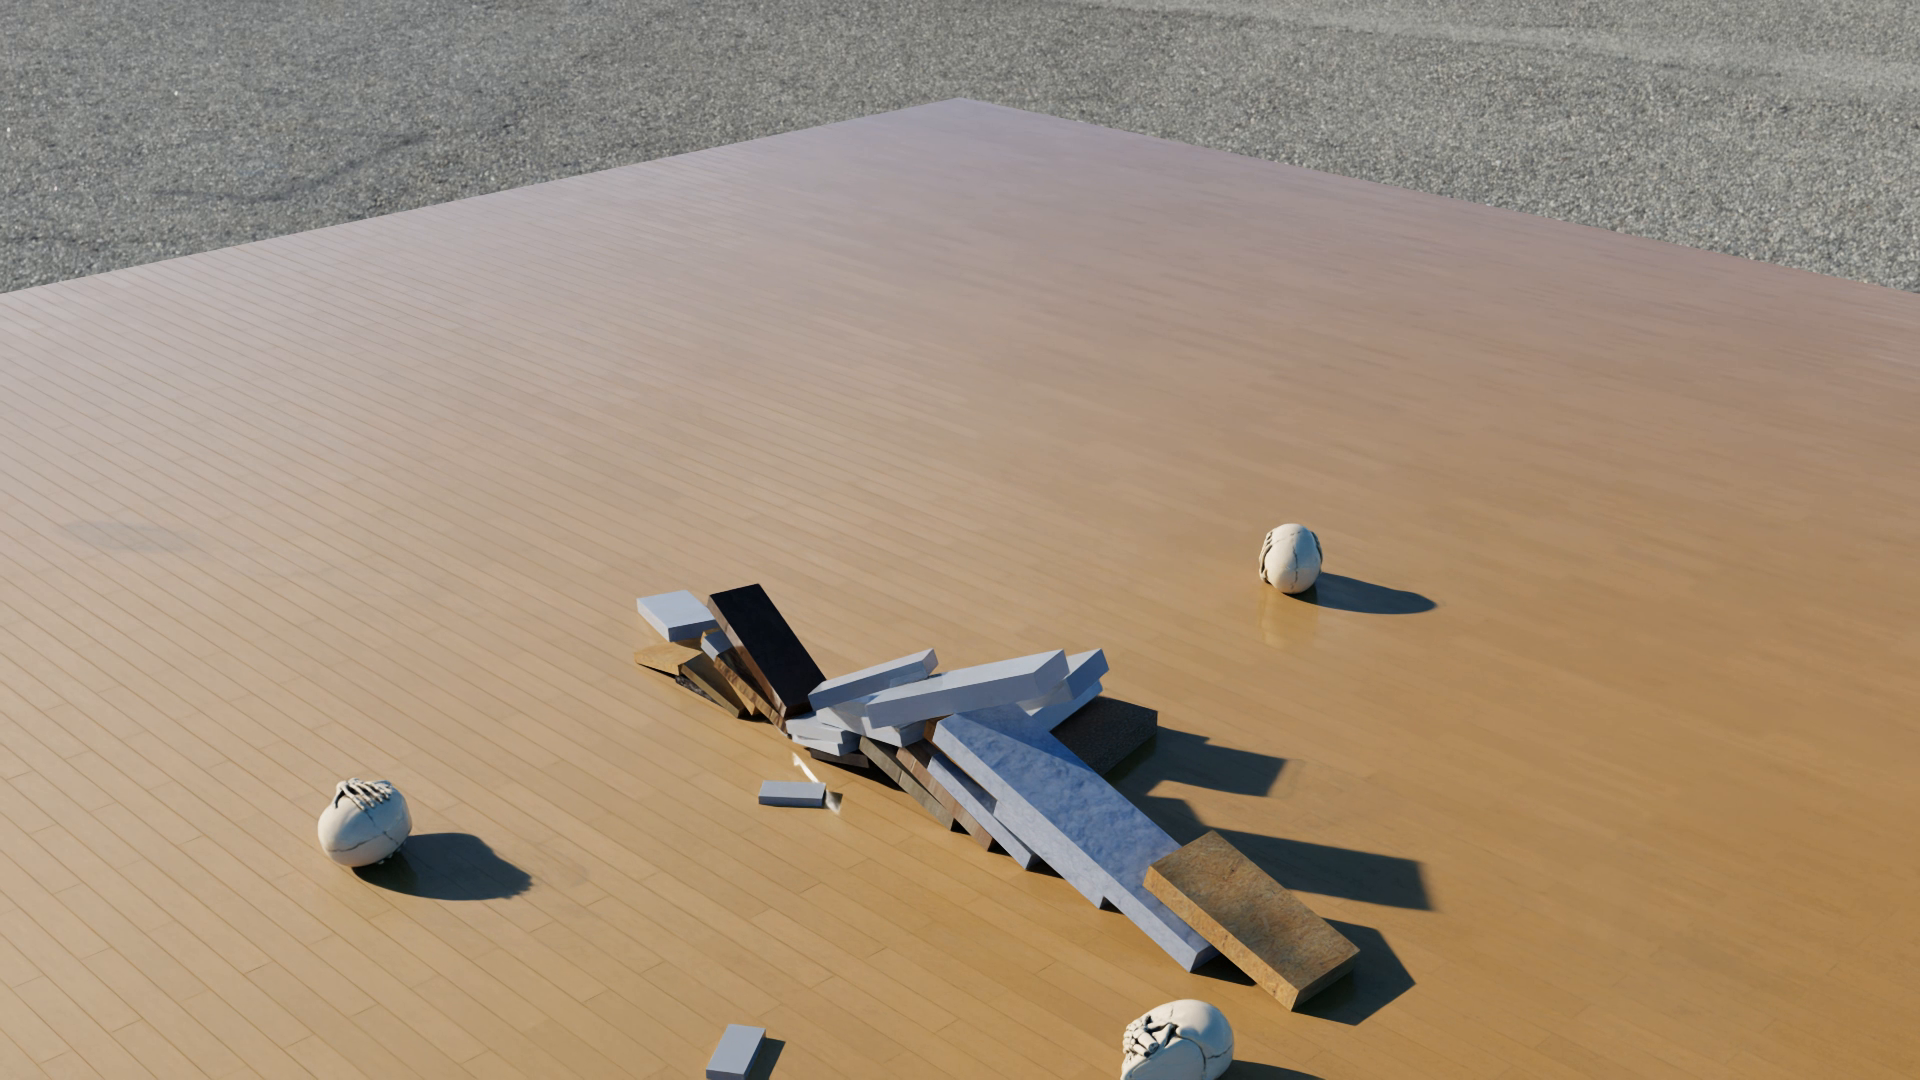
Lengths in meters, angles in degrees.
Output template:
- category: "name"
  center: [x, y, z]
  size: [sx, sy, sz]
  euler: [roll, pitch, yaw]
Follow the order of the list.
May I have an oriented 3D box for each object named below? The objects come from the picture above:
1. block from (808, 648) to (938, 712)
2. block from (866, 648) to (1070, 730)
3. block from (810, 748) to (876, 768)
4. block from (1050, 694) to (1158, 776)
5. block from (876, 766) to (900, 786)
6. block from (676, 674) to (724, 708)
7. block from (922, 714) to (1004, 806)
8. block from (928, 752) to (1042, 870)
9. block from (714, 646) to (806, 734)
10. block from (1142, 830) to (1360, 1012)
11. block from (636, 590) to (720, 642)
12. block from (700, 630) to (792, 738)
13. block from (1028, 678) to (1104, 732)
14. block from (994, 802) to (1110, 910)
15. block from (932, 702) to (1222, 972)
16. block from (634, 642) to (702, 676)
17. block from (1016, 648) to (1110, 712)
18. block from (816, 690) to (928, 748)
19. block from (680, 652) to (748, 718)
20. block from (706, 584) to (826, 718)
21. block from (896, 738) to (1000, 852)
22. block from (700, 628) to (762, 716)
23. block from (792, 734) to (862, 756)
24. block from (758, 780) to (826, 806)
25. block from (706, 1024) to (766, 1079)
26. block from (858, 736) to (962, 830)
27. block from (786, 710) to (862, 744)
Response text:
- category: "block"
  center: [-0.178, 0.288, 4.537]
  size: [0.252, 0.036, 0.126]
  euler: [-18, 5, 12]
- category: "block"
  center: [0.016, 0.296, 4.367]
  size: [0.369, 0.050, 0.178]
  euler: [-13, 7, 24]
- category: "block"
  center: [-0.220, 0.440, 4.629]
  size: [0.095, 0.027, 0.191]
  euler: [-21, 16, -40]
- category: "block"
  center: [0.255, 0.432, 4.678]
  size: [0.178, 0.050, 0.356]
  euler: [15, 27, 31]
- category: "block"
  center: [-0.135, 0.482, 4.607]
  size: [0.051, 0.015, 0.103]
  euler: [-12, 26, -26]
- category: "block"
  center: [-0.553, 0.325, 4.963]
  size: [0.088, 0.025, 0.176]
  euler: [-21, 31, -40]
- category: "block"
  center: [0.082, 0.430, 4.328]
  size: [0.148, 0.042, 0.295]
  euler: [-21, 47, -40]
- category: "block"
  center: [0.088, 0.512, 4.355]
  size: [0.148, 0.042, 0.295]
  euler: [-21, 53, -40]
- category: "block"
  center: [-0.411, 0.313, 4.785]
  size: [0.239, 0.034, 0.120]
  euler: [40, 44, 24]
- category: "block"
  center: [0.524, 0.680, 3.965]
  size: [0.180, 0.051, 0.360]
  euler: [-21, 47, -40]
- category: "block"
  center: [-0.674, 0.180, 5.255]
  size: [0.126, 0.036, 0.252]
  euler: [-10, 19, -23]
- category: "block"
  center: [-0.428, 0.302, 4.845]
  size: [0.120, 0.034, 0.308]
  euler: [-23, 55, -39]
- category: "block"
  center: [0.137, 0.381, 4.703]
  size: [0.180, 0.051, 0.360]
  euler: [-15, 10, 38]
- category: "block"
  center: [0.220, 0.578, 4.240]
  size: [0.148, 0.042, 0.295]
  euler: [-21, 47, -40]
- category: "block"
  center: [0.248, 0.538, 4.154]
  size: [0.180, 0.051, 0.697]
  euler: [-21, 49, -40]
- category: "block"
  center: [-0.662, 0.271, 5.052]
  size: [0.088, 0.025, 0.176]
  euler: [-20, 20, -39]
- category: "block"
  center: [0.126, 0.324, 4.737]
  size: [0.356, 0.050, 0.178]
  euler: [-16, 10, 33]
- category: "block"
  center: [-0.156, 0.360, 4.546]
  size: [0.142, 0.040, 0.284]
  euler: [-19, 19, -37]
- category: "block"
  center: [-0.526, 0.318, 4.889]
  size: [0.176, 0.025, 0.088]
  euler: [37, 41, 21]
- category: "block"
  center: [-0.415, 0.239, 4.815]
  size: [0.126, 0.036, 0.359]
  euler: [-13, 49, -33]
- category: "block"
  center: [0.018, 0.491, 4.419]
  size: [0.142, 0.040, 0.284]
  euler: [-21, 53, -40]
- category: "block"
  center: [-0.468, 0.283, 4.908]
  size: [0.120, 0.034, 0.239]
  euler: [-13, 49, -35]
- category: "block"
  center: [-0.268, 0.415, 4.655]
  size: [0.095, 0.027, 0.191]
  euler: [-18, 15, -32]
- category: "block"
  center: [-0.343, 0.520, 4.512]
  size: [0.131, 0.018, 0.065]
  euler: [2, 23, 4]
- category: "block"
  center: [-0.376, 0.864, 3.701]
  size: [0.065, 0.018, 0.131]
  euler: [5, 23, 11]
- category: "block"
  center: [-0.059, 0.470, 4.499]
  size: [0.142, 0.040, 0.284]
  euler: [-21, 47, -40]
- category: "block"
  center: [-0.272, 0.391, 4.640]
  size: [0.095, 0.027, 0.191]
  euler: [-20, 16, -38]
